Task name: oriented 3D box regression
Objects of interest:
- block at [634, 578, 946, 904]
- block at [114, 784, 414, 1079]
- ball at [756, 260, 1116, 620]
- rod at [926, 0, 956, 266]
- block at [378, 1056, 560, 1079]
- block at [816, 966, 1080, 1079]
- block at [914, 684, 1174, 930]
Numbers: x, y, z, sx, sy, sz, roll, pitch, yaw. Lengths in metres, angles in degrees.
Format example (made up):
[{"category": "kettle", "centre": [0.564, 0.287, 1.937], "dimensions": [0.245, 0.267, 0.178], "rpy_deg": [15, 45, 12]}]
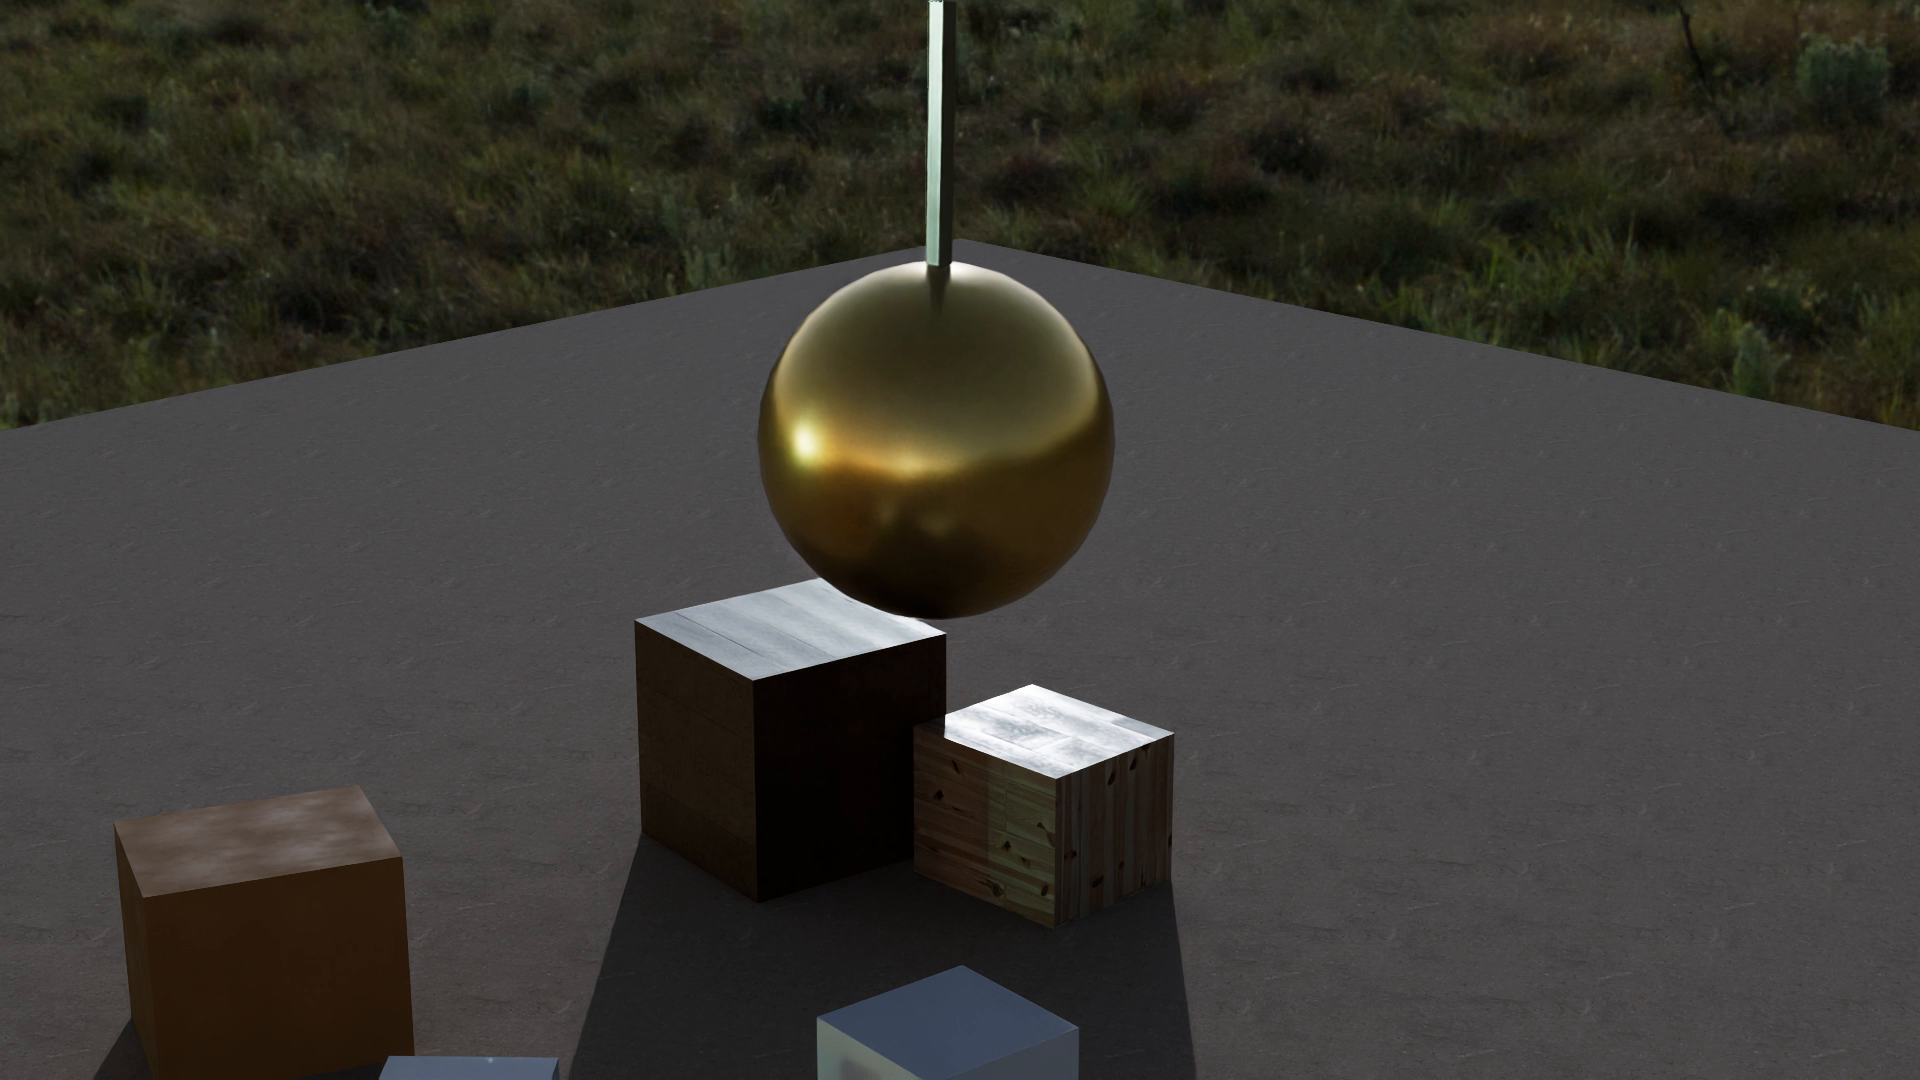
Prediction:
[{"category": "block", "centre": [-0.788, 0.907, 13.682], "dimensions": [1.051, 1.066, 1.017], "rpy_deg": [-13, 21, -35]}, {"category": "block", "centre": [-2.801, 1.603, 11.794], "dimensions": [0.994, 0.870, 0.805], "rpy_deg": [-7, 19, -22]}, {"category": "ball", "centre": [-0.107, -0.444, 13.090], "dimensions": [1.600, 1.600, 1.600], "rpy_deg": [0, 17, 0]}, {"category": "rod", "centre": [-0.046, -3.705, 12.129], "dimensions": [0.080, 5.200, 0.080], "rpy_deg": [17, 23, 42]}, {"category": "block", "centre": [-1.756, 2.226, 10.314], "dimensions": [0.611, 0.568, 0.649], "rpy_deg": [0, 17, 1]}, {"category": "block", "centre": [-0.046, 2.058, 10.701], "dimensions": [0.682, 0.658, 0.665], "rpy_deg": [-14, 22, -37]}, {"category": "block", "centre": [0.377, 1.197, 13.346], "dimensions": [0.776, 0.714, 0.888], "rpy_deg": [-17, 24, -42]}]
